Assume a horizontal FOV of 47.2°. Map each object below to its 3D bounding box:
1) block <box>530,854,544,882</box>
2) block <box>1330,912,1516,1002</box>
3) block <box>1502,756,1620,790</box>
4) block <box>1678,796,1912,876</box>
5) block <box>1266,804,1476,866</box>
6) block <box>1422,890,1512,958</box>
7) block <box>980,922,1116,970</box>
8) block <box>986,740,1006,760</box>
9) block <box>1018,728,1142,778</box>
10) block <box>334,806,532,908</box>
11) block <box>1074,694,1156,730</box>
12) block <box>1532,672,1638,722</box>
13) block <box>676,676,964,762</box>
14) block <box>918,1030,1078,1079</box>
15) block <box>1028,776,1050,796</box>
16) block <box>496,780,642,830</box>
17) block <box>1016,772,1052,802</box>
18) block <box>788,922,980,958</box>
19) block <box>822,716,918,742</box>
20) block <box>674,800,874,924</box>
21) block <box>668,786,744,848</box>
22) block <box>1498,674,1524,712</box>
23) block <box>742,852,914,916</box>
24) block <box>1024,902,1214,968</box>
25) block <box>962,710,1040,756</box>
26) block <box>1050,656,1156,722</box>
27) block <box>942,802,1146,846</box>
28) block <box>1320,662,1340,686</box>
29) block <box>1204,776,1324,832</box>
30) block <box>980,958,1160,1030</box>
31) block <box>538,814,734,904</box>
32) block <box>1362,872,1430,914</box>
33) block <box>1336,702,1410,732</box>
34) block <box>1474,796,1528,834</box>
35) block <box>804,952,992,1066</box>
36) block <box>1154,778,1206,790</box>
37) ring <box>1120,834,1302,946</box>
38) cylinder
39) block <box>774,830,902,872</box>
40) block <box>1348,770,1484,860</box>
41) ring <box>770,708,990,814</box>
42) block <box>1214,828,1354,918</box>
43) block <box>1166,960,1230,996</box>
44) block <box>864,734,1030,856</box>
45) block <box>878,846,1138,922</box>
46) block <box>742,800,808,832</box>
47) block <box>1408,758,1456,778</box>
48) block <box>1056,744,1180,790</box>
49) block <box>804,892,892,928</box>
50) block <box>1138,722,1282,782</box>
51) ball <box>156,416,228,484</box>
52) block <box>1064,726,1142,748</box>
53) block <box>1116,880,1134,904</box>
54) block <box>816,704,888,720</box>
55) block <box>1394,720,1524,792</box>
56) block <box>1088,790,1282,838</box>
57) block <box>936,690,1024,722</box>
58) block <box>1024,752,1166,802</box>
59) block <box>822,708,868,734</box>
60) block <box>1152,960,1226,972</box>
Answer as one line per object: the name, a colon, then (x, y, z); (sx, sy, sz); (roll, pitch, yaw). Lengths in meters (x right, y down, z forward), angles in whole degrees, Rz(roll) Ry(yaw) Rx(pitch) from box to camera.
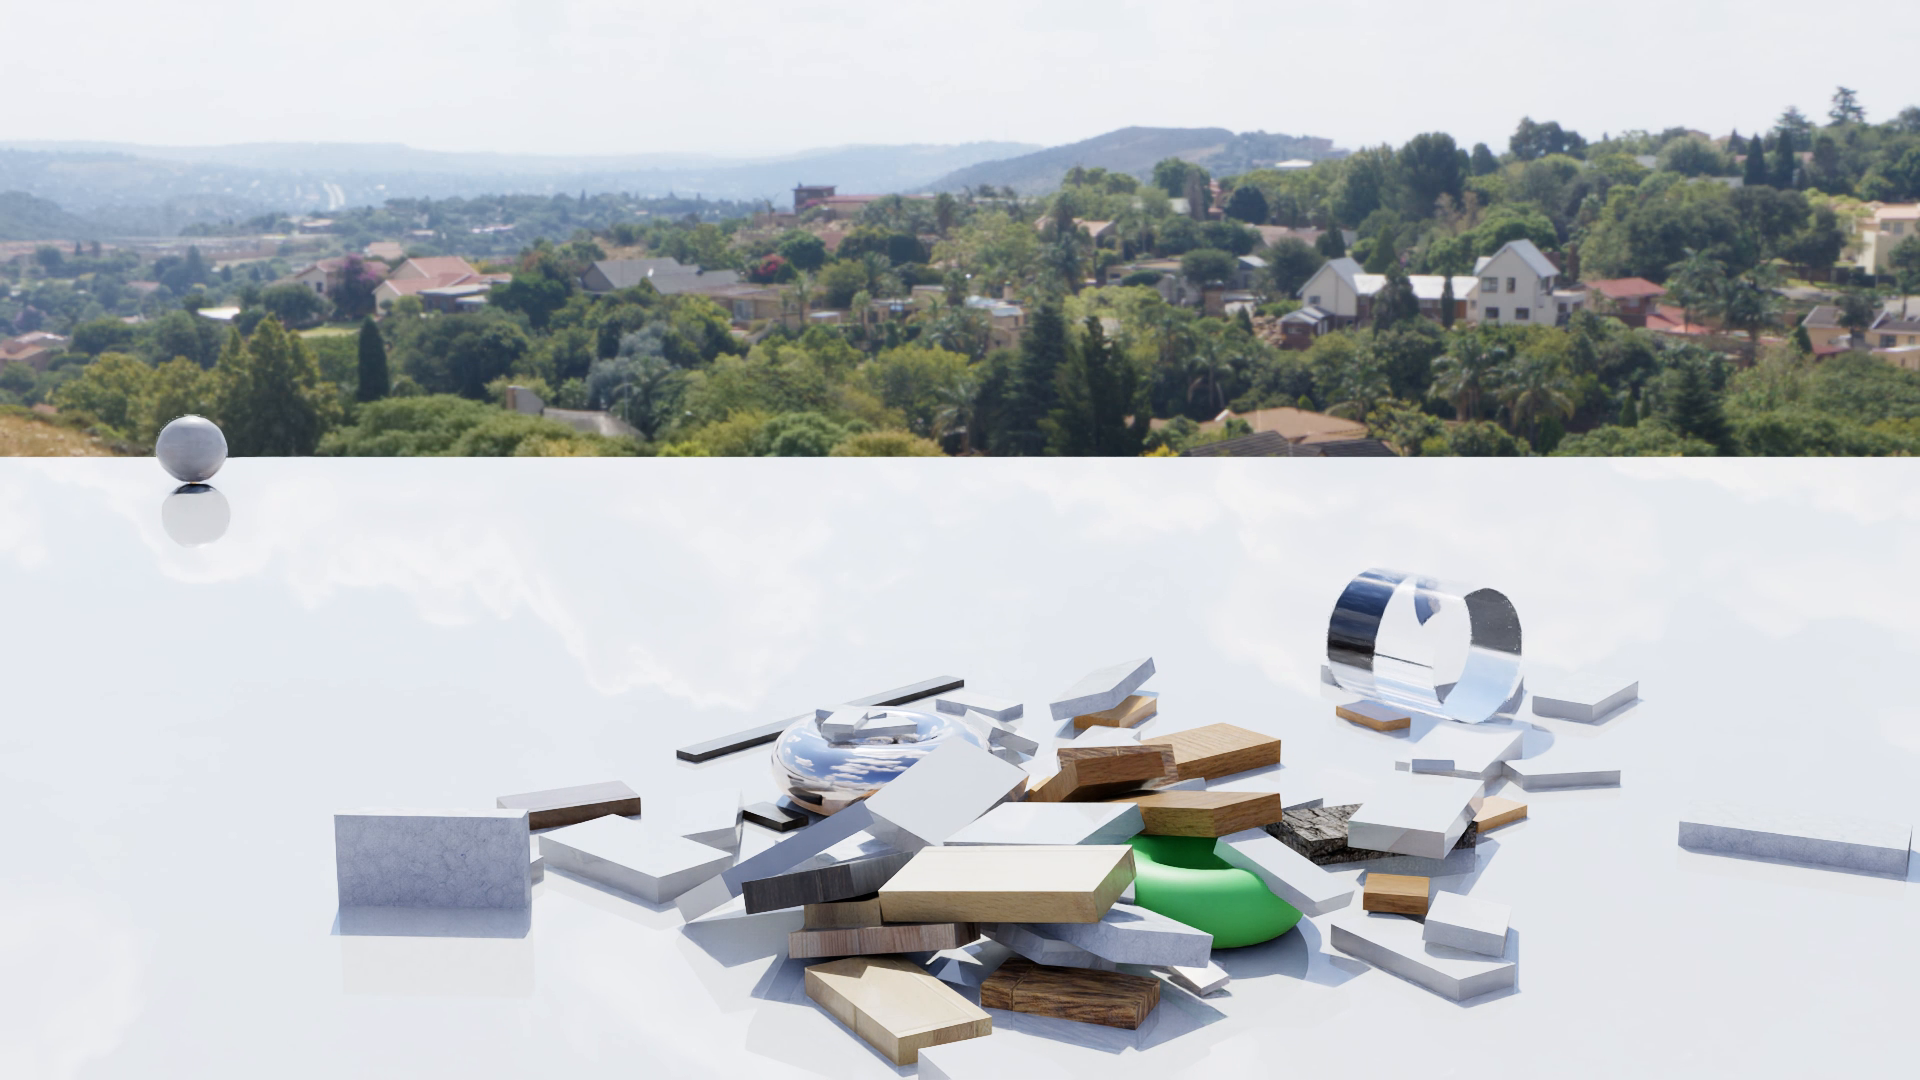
block: (-0.845, 0.558, 3.747); (0.240, 0.034, 0.120); (4, 11, 22)
block: (0.703, 0.631, 3.356); (0.117, 0.033, 0.275); (-7, 12, -32)
block: (1.178, 0.456, 4.313); (0.202, 0.029, 0.101); (-2, 11, -10)
block: (1.482, 0.523, 3.904); (0.375, 0.046, 0.161); (5, 12, 25)
block: (0.734, 0.518, 3.927); (0.329, 0.047, 0.165); (-4, 11, -18)
block: (0.791, 0.595, 3.421); (0.117, 0.033, 0.235); (10, 5, 16)
block: (0.117, 0.602, 3.360); (0.131, 0.037, 0.262); (11, 0, -28)
block: (0.014, 0.414, 4.412); (0.088, 0.025, 0.176); (-5, 12, -26)
block: (0.237, 0.433, 4.276); (0.222, 0.031, 0.111); (-18, 20, -19)
block: (-0.865, 0.521, 3.613); (0.311, 0.155, 0.044); (1, 11, 3)
block: (0.338, 0.373, 4.755); (0.104, 0.030, 0.209); (5, 12, 27)
block: (1.388, 0.346, 4.875); (0.136, 0.039, 0.273); (8, 13, 36)
block: (-0.283, 0.380, 4.753); (0.059, 0.017, 0.826); (9, 14, 40)
block: (0.074, 0.721, 2.850); (0.147, 0.042, 0.294); (-5, 12, -25)
block: (0.193, 0.482, 4.096); (0.117, 0.017, 0.059); (25, 34, 32)
block: (-0.728, 0.494, 4.091); (0.240, 0.034, 0.120); (-5, 12, -26)
block: (0.117, 0.467, 4.142); (0.058, 0.017, 0.117); (8, 18, 37)
block: (-0.113, 0.599, 3.327); (0.262, 0.037, 0.131); (-6, -5, 17)
block: (-0.170, 0.354, 4.118); (0.169, 0.018, 0.063); (-3, 10, -26)
block: (-0.300, 0.522, 3.579); (0.310, 0.044, 0.155); (-23, -7, -42)
block: (-0.457, 0.507, 3.973); (0.120, 0.034, 0.240); (-10, 11, -1)
block: (1.196, 0.338, 4.940); (0.111, 0.031, 0.222); (4, 11, 20)
block: (-0.200, 0.538, 3.466); (0.173, 0.049, 0.346); (-12, -7, 13)
block: (0.204, 0.574, 3.322); (0.173, 0.049, 0.346); (11, 0, -32)
block: (0.082, 0.393, 4.492); (0.104, 0.030, 0.209); (21, 0, -15)
block: (0.318, 0.325, 4.833); (0.136, 0.039, 0.417); (-14, 3, 19)
block: (0.136, 0.489, 3.650); (0.155, 0.044, 0.324); (-27, 12, -40)
block: (0.987, 0.303, 5.108); (0.273, 0.039, 0.136); (-7, 12, -32)
block: (0.484, 0.503, 4.009); (0.335, 0.047, 0.167); (-8, 13, -36)
block: (0.161, 0.659, 3.204); (0.235, 0.033, 0.117); (4, 11, 22)
block: (-0.559, 0.546, 3.781); (0.327, 0.046, 0.163); (10, 14, 42)
block: (0.710, 0.574, 3.574); (0.101, 0.029, 0.208); (2, 0, 13)
block: (0.890, 0.380, 4.740); (0.077, 0.022, 0.155); (-6, 12, -29)
block: (0.970, 0.506, 4.060); (0.155, 0.022, 0.077); (-9, 14, -41)
block: (-0.092, 0.666, 3.148); (0.147, 0.042, 0.294); (-6, 12, -29)
block: (0.373, 0.475, 4.097); (0.156, 0.022, 0.078); (-14, -4, -19)
ring: (0.381, 0.554, 3.536); (0.363, 0.121, 0.363); (1, 9, 0)
cylinder: (1.014, 0.227, 4.804); (0.296, 0.296, 0.296); (-8, 13, -37)
block: (-0.142, 0.534, 3.846); (0.327, 0.046, 0.163); (-8, 13, -38)
block: (0.807, 0.481, 3.874); (0.165, 0.047, 0.329); (5, 12, 24)
ring: (-0.147, 0.423, 4.185); (0.428, 0.143, 0.428); (1, 10, 0)
block: (0.506, 0.518, 3.437); (0.101, 0.029, 0.202); (-6, 28, -45)
block: (0.354, 0.644, 3.282); (0.050, 0.014, 0.099); (-20, 24, -23)
block: (-0.027, 0.458, 3.883); (0.163, 0.046, 0.327); (26, 29, 21)
block: (0.072, 0.516, 3.305); (0.346, 0.049, 0.173); (-4, 13, 25)
block: (-0.344, 0.510, 4.054); (0.063, 0.018, 0.125); (-10, 15, -43)
block: (0.874, 0.451, 4.097); (0.077, 0.022, 0.155); (1, -30, 6)
block: (0.301, 0.447, 4.186); (0.222, 0.031, 0.111); (-1, 49, -7)
block: (-0.122, 0.573, 3.449); (0.131, 0.037, 0.262); (-7, -5, 25)
block: (0.462, 0.431, 4.393); (0.335, 0.047, 0.167); (-8, 13, -37)
ball: (-2.774, -0.326, 7.941); (0.242, 0.242, 0.242); (0, 11, 0)
block: (0.288, 0.423, 4.489); (0.104, 0.030, 0.209); (4, 11, 22)
block: (0.220, 0.531, 3.392); (0.099, 0.014, 0.050); (11, 40, -6)
block: (-0.209, 0.336, 4.227); (0.125, 0.018, 0.063); (7, 11, 34)
block: (0.998, 0.433, 4.385); (0.167, 0.047, 0.335); (5, 12, 27)
block: (0.357, 0.451, 3.641); (0.161, 0.046, 0.321); (-6, 0, -41)
block: (0.042, 0.364, 4.818); (0.175, 0.025, 0.088); (8, 13, 38)
block: (0.226, 0.446, 3.877); (0.161, 0.046, 0.321); (-4, -20, -20)
block: (-0.213, 0.338, 4.103); (0.058, 0.017, 0.117); (3, 9, 11)
block: (0.347, 0.645, 3.336); (0.099, 0.014, 0.049); (8, 13, 38)
